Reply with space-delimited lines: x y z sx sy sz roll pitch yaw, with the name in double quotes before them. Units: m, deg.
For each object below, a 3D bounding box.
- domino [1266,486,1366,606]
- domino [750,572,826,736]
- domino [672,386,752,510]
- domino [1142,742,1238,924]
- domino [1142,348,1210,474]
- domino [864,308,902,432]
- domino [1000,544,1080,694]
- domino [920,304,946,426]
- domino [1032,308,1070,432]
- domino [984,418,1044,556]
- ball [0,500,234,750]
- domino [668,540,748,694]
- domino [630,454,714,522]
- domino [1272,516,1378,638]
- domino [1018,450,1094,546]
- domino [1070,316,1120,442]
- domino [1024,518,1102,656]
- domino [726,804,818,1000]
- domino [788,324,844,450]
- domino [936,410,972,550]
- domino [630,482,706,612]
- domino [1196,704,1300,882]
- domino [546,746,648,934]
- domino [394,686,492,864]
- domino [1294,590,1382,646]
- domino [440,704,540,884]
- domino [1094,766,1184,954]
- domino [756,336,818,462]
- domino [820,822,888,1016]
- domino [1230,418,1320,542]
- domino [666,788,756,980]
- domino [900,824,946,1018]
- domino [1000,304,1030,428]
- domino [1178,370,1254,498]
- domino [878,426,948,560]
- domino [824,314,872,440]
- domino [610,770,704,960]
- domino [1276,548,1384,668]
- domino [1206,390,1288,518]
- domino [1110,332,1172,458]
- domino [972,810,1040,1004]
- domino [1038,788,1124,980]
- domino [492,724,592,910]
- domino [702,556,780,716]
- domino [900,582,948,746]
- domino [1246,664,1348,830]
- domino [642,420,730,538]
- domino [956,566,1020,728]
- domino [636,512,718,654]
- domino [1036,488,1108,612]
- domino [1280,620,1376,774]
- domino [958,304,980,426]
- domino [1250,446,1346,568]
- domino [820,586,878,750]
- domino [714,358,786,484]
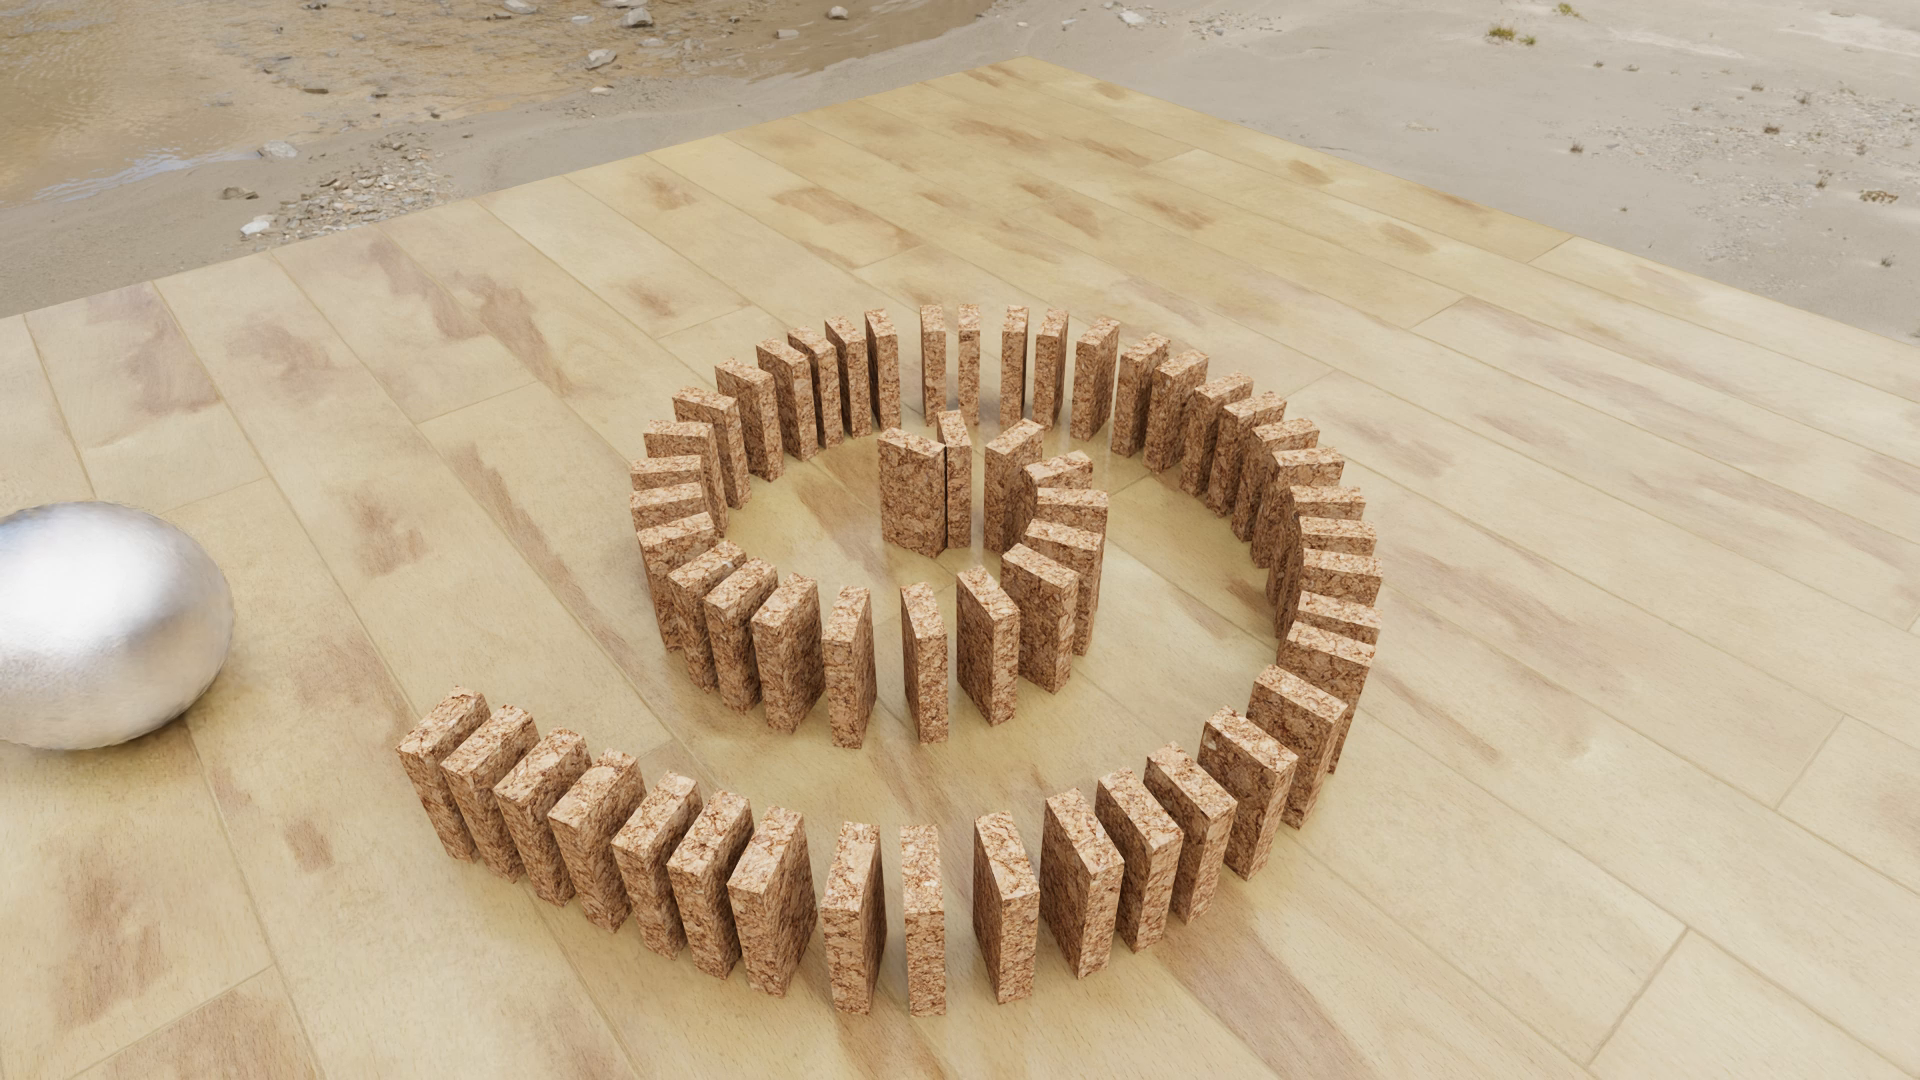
"domino" 0.131 0.003 0.408 0.025 0.050 0.009 1 39 1
"domino" -0.056 0.038 0.365 0.010 0.050 0.025 16 42 18
"domino" -0.103 -0.038 0.458 0.025 0.050 0.010 16 42 19
"domino" 0.062 0.083 0.310 0.009 0.050 0.025 -22 44 -25
"domino" 0.094 -0.056 0.479 0.025 0.050 0.009 -31 48 -32
"domino" -0.035 -0.078 0.506 0.009 0.050 0.025 -10 40 -12
"domino" 0.026 0.028 0.378 0.025 0.050 0.009 28 47 30
"domino" -0.012 -0.081 0.510 0.009 0.050 0.025 -4 39 -4
"domino" 0.042 -0.078 0.507 0.009 0.050 0.025 10 40 12
"domino" 0.021 -0.020 0.436 0.010 0.050 0.025 27 46 29
"ball" -0.282 0.027 0.355 0.080 0.080 0.080 0 39 0
"domino" -0.084 0.027 0.379 0.009 0.050 0.025 30 48 31
"domino" -0.109 -0.009 0.422 0.025 0.050 0.009 -4 40 -5
"domino" 0.130 0.015 0.393 0.025 0.050 0.009 5 40 6
"domino" 0.036 -0.008 0.422 0.025 0.050 0.010 -18 43 -20
"domino" 0.061 -0.073 0.500 0.009 0.050 0.025 20 43 23
"domino" 0.035 0.018 0.390 0.025 0.050 0.009 14 41 16
"domino" -0.049 0.097 0.293 0.009 0.050 0.025 11 41 13
"domino" -0.065 -0.068 0.495 0.009 0.050 0.025 -26 46 -29
"domino" -0.002 -0.024 0.441 0.010 0.050 0.025 -6 40 -8
"domino" -0.105 0.003 0.408 0.025 0.050 0.009 -10 40 -12
"domino" 0.081 0.074 0.321 0.010 0.050 0.025 -28 47 -30
"domino" -0.098 0.085 0.308 0.009 0.050 0.025 16 42 19
"domino" -0.147 0.070 0.326 0.009 0.050 0.025 13 41 15
"domino" 0.120 0.041 0.361 0.025 0.050 0.010 14 41 16
"domino" -0.131 0.074 0.321 0.009 0.050 0.025 17 42 19
"domino" 0.047 0.089 0.303 0.010 0.050 0.025 -19 43 -22
"domino" -0.076 -0.062 0.487 0.025 0.050 0.009 32 49 33
"domino" -0.027 0.100 0.289 0.010 0.050 0.025 5 40 6
"domino" 0.126 -0.024 0.440 0.025 0.050 0.009 -12 41 -14
"domino" -0.064 0.094 0.297 0.010 0.050 0.025 13 41 16
"domino" -0.010 0.101 0.289 0.010 0.050 0.025 -3 39 -4
"domino" 0.025 -0.080 0.509 0.009 0.050 0.025 5 40 6
"domino" 0.108 -0.044 0.466 0.025 0.050 0.009 -24 45 -27
"domino" -0.018 -0.018 0.433 0.025 0.050 0.010 20 43 23
"domino" -0.051 -0.074 0.502 0.009 0.050 0.025 -18 43 -21
"domino" -0.079 0.090 0.302 0.009 0.050 0.025 15 42 18
"domino" 0.126 0.027 0.379 0.025 0.050 0.009 8 40 10
"domino" 0.118 -0.035 0.454 0.025 0.050 0.010 -19 43 -22
"domino" 0.080 -0.064 0.489 0.009 0.050 0.025 29 47 30
"domino" 0.012 0.098 0.292 0.009 0.050 0.025 -10 40 -12
"domino" 0.032 0.093 0.297 0.009 0.050 0.025 -15 42 -18
"domino" -0.114 0.080 0.314 0.010 0.050 0.025 17 42 20
"domino" -0.071 0.033 0.371 0.009 0.050 0.025 22 44 25
"domino" -0.012 0.041 0.361 0.010 0.050 0.025 -9 40 -11
"domino" 0.099 0.063 0.334 0.025 0.050 0.009 29 48 31
"domino" -0.109 -0.024 0.441 0.025 0.050 0.009 4 40 5
"domino" 0.009 0.036 0.368 0.009 0.050 0.025 -19 43 -21
"domino" -0.097 0.016 0.392 0.025 0.050 0.010 -18 43 -21
"domino" 0.040 0.004 0.406 0.025 0.050 0.009 3 39 3
"domino" 0.113 0.051 0.350 0.025 0.050 0.010 19 43 21
"domino" 0.004 -0.081 0.510 0.009 0.050 0.025 0 39 0
"domino" 0.130 -0.012 0.426 0.025 0.050 0.009 -5 40 -6
"domino" -0.036 0.042 0.360 0.010 0.050 0.025 6 40 7
"domino" -0.090 -0.051 0.474 0.025 0.050 0.009 25 45 27
